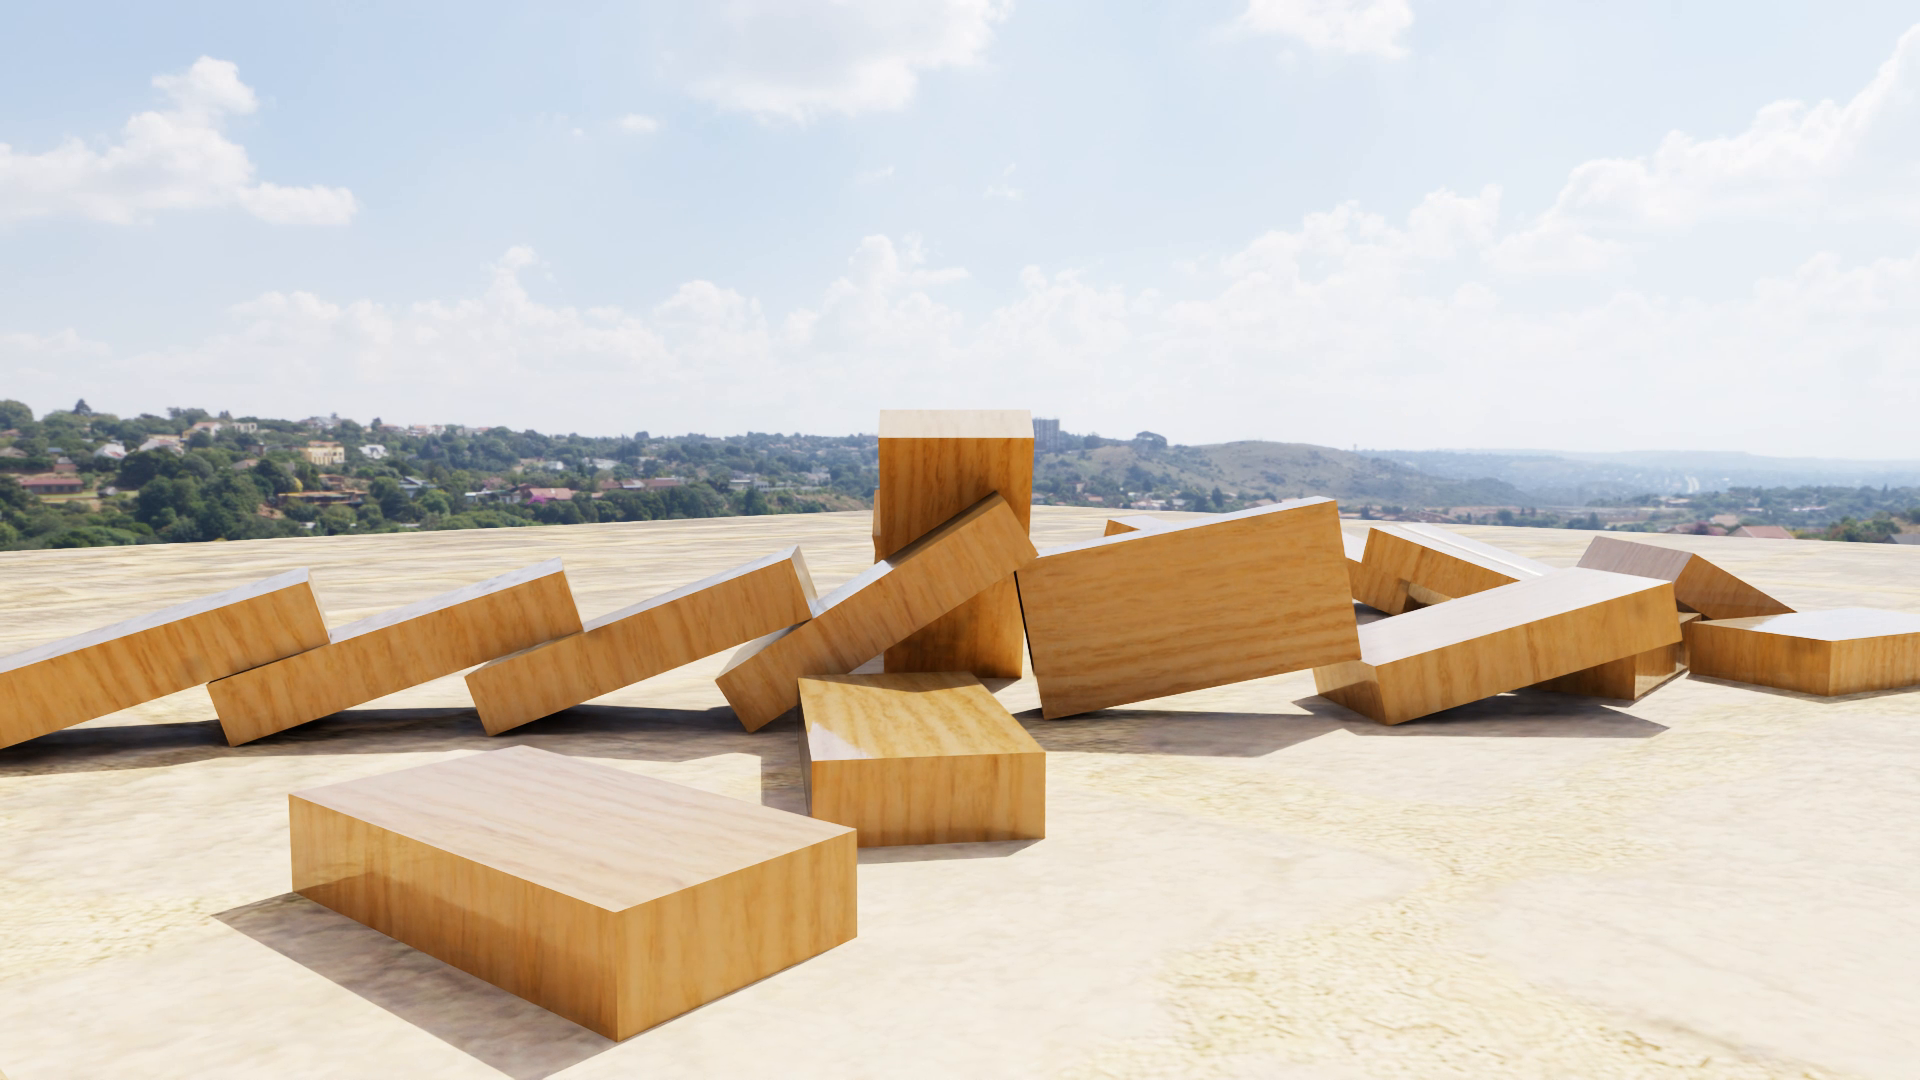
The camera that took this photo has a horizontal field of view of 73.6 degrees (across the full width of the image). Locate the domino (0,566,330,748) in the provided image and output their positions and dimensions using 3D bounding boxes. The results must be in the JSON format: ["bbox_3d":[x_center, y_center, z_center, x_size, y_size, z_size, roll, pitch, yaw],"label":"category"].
[{"bbox_3d":[-0.119,0.017,0.185,0.050,0.009,0.025,-20,12,-24],"label":"domino"}]

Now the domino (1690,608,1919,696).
[{"bbox_3d":[0.164,0.020,0.237,0.050,0.009,0.025,-2,5,-25],"label":"domino"}]

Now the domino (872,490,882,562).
[{"bbox_3d":[-0.002,0.007,0.252,0.025,0.009,0.050,0,-27,3],"label":"domino"}]

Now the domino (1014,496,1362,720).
[{"bbox_3d":[0.035,0.010,0.201,0.050,0.025,0.009,-11,6,0],"label":"domino"}]

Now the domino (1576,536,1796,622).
[{"bbox_3d":[0.158,0.011,0.281,0.025,0.009,0.050,30,7,3],"label":"domino"}]

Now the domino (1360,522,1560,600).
[{"bbox_3d":[0.126,0.008,0.309,0.025,0.010,0.050,-4,20,-40],"label":"domino"}]

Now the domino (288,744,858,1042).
[{"bbox_3d":[-0.036,0.029,0.116,0.050,0.010,0.025,3,5,38],"label":"domino"}]

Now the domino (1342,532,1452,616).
[{"bbox_3d":[0.101,0.006,0.338,0.025,0.009,0.050,-4,21,-43],"label":"domino"}]

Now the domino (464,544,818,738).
[{"bbox_3d":[-0.048,0.015,0.199,0.050,0.010,0.025,-20,6,-3],"label":"domino"}]

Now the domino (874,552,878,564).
[{"bbox_3d":[-0.001,0.008,0.287,0.025,0.009,0.050,1,-16,11],"label":"domino"}]

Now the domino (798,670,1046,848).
[{"bbox_3d":[-0.007,0.026,0.161,0.025,0.010,0.050,-1,4,-9],"label":"domino"}]

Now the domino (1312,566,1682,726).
[{"bbox_3d":[0.086,0.016,0.208,0.050,0.009,0.025,-15,6,-7],"label":"domino"}]

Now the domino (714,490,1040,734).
[{"bbox_3d":[-0.013,0.010,0.200,0.050,0.009,0.025,-32,6,1],"label":"domino"}]

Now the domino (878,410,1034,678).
[{"bbox_3d":[-0.001,0.002,0.223,0.025,0.050,0.010,0,34,-2],"label":"domino"}]

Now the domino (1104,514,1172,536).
[{"bbox_3d":[0.067,0.005,0.357,0.050,0.009,0.025,19,14,30],"label":"domino"}]

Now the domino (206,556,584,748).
[{"bbox_3d":[-0.085,0.016,0.198,0.050,0.009,0.025,-19,10,-16],"label":"domino"}]

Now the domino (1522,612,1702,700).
[{"bbox_3d":[0.119,0.020,0.239,0.025,0.010,0.050,4,6,41],"label":"domino"}]

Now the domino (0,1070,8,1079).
[{"bbox_3d":[-0.072,0.025,0.071,0.050,0.009,0.025,4,-37,41],"label":"domino"}]
